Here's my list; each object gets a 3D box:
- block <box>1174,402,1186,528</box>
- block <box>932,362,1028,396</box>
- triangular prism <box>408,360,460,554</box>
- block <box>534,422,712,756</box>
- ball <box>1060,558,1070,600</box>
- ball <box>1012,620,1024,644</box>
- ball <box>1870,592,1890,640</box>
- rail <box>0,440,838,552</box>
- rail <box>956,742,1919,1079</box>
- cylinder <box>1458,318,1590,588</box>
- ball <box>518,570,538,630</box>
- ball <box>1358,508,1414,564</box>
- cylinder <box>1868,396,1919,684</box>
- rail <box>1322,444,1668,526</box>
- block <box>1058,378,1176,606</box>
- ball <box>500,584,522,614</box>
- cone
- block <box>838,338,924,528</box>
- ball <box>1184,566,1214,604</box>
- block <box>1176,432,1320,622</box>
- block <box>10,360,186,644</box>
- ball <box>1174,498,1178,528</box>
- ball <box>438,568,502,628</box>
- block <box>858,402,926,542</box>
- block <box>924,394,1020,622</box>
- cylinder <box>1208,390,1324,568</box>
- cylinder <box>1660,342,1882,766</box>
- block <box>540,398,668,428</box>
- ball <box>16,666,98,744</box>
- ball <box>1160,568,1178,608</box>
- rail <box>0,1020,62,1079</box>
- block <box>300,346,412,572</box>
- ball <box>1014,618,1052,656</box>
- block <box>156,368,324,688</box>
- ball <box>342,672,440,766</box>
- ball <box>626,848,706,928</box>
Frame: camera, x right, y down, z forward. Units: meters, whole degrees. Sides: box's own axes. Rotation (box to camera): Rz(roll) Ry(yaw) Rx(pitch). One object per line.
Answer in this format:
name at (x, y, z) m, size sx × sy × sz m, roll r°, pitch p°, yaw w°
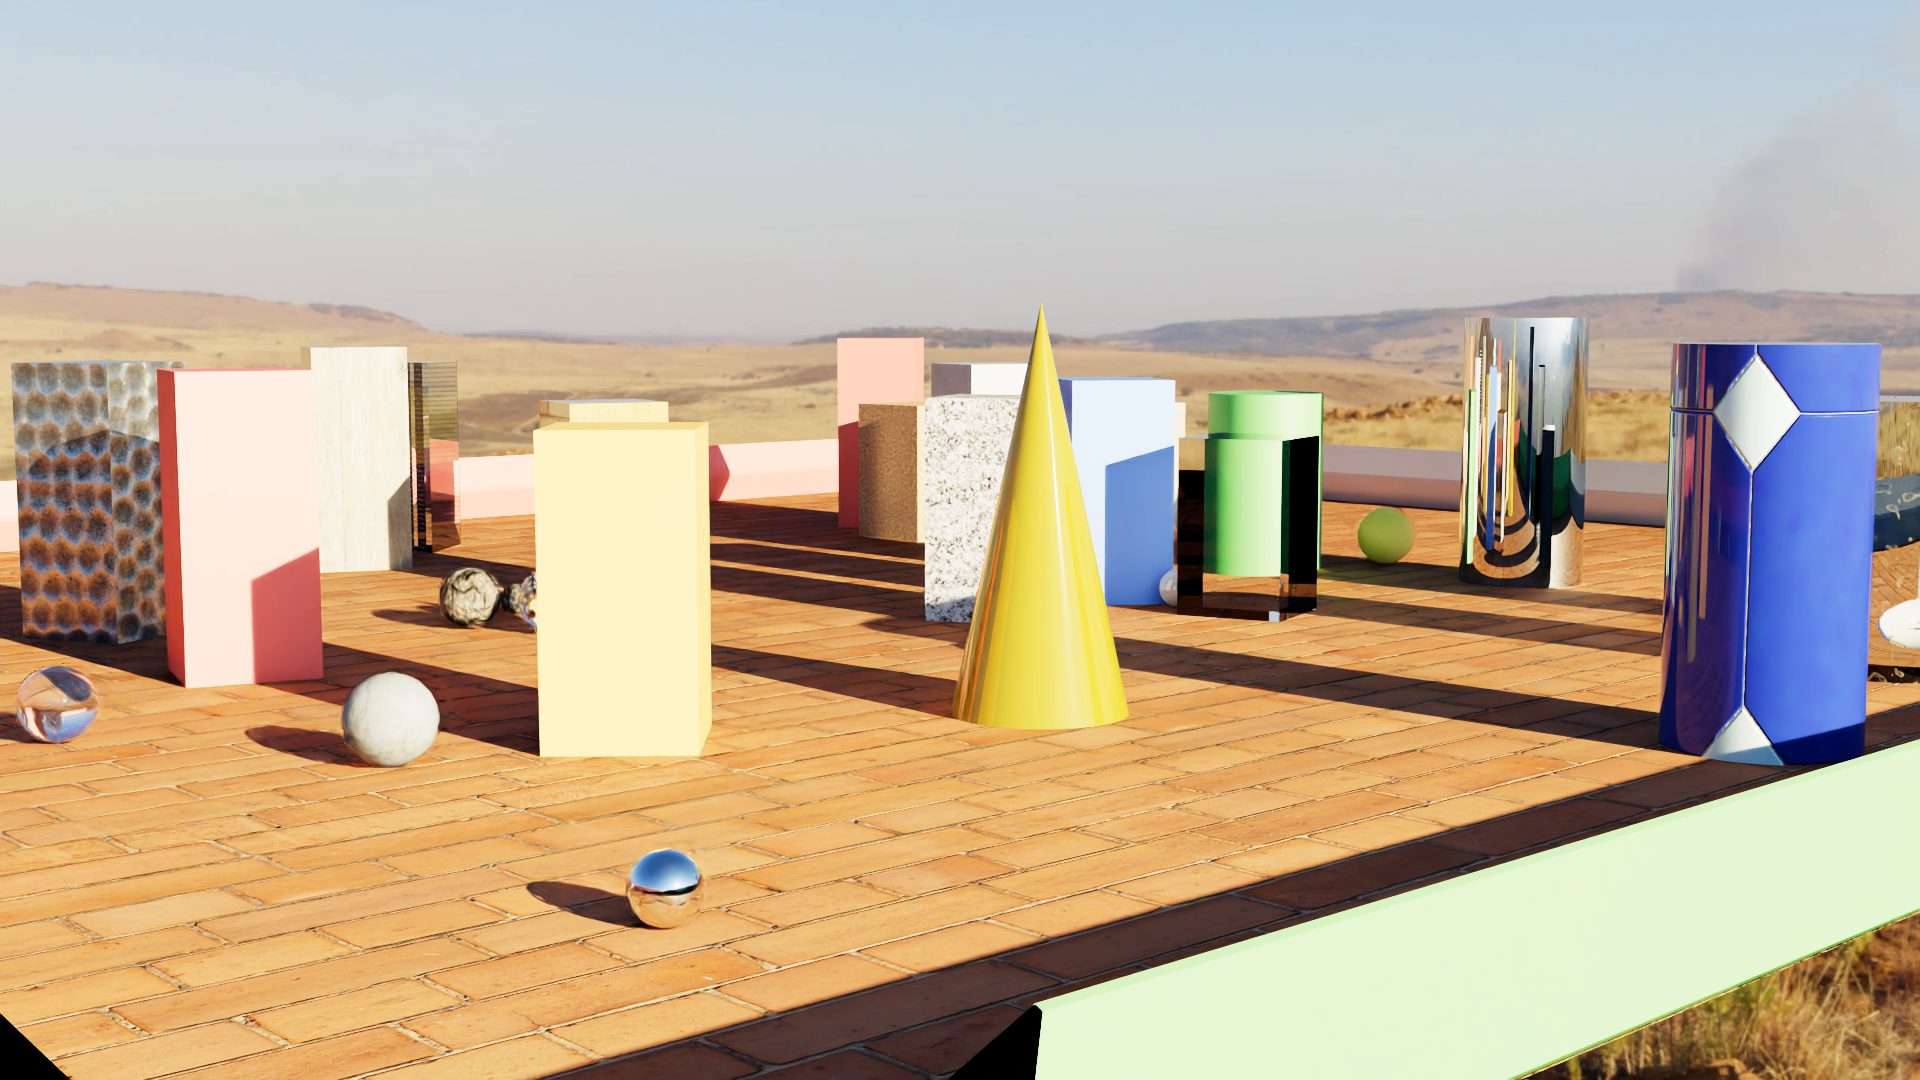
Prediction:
block at (0.360, -0.159, 4.577) m, size 0.159 × 0.256 × 0.159 m, roll -2°, pitch 6°, yaw -22°
block at (0.055, -0.140, 3.936) m, size 0.159 × 0.351 × 0.159 m, roll -3°, pitch 7°, yaw -27°
triangular prism at (-1.004, -0.161, 4.142) m, size 0.172 × 0.350 × 0.149 m, roll 4°, pitch 7°, yaw 35°
block at (-0.344, 0.046, 2.269) m, size 0.159 × 0.327 × 0.159 m, roll 0°, pitch 6°, yaw -2°
ball at (0.125, 0.058, 3.322) m, size 0.085 × 0.085 × 0.085 m, roll 0°, pitch 6°, yaw 0°
ball at (0.088, 0.125, 2.892) m, size 0.040 × 0.040 × 0.040 m, roll 0°, pitch 6°, yaw 0°
ball at (1.217, 0.102, 2.966) m, size 0.070 × 0.070 × 0.070 m, roll 0°, pitch 6°, yaw 0°
rail at (-1.166, -0.097, 4.589) m, size 3.824 × 0.129 × 0.045 m, roll -5°, pitch 8°, yaw -42°
rail at (1.166, 0.165, 2.074) m, size 3.824 × 0.129 × 0.045 m, roll -5°, pitch 8°, yaw -42°
cylinder at (0.927, -0.148, 3.616) m, size 0.199 × 0.433 × 0.199 m, roll 0°, pitch 6°, yaw 0°
ball at (-0.565, 0.083, 3.046) m, size 0.093 × 0.093 × 0.093 m, roll 0°, pitch 6°, yaw 0°
ball at (0.753, -0.008, 3.883) m, size 0.099 × 0.099 × 0.099 m, roll 0°, pitch 6°, yaw 0°
cylinder at (1.149, -0.006, 2.716) m, size 0.199 × 0.337 × 0.199 m, roll 0°, pitch 6°, yaw 0°
rail at (1.388, -0.099, 4.605) m, size 0.045 × 0.129 × 3.488 m, roll -5°, pitch 8°, yaw -42°
block at (0.232, -0.078, 3.398) m, size 0.159 × 0.340 × 0.159 m, roll -1°, pitch 6°, yaw -10°
ball at (-0.655, 0.087, 3.240) m, size 0.044 × 0.044 × 0.044 m, roll 0°, pitch 6°, yaw 0°
cone at (0.089, -0.034, 2.422) m, size 0.199 × 0.454 × 0.199 m, roll 0°, pitch 6°, yaw 0°
block at (-0.164, -0.226, 4.588) m, size 0.159 × 0.388 × 0.159 m, roll 1°, pitch 6°, yaw 6°
ball at (0.358, 0.068, 3.359) m, size 0.057 × 0.057 × 0.057 m, roll 0°, pitch 6°, yaw 0°
block at (0.426, -0.023, 3.248) m, size 0.159 × 0.260 × 0.159 m, roll 3°, pitch 7°, yaw 28°
block at (-1.176, -0.057, 3.027) m, size 0.159 × 0.375 × 0.159 m, roll 2°, pitch 6°, yaw 20°
ball at (0.465, -0.053, 4.323) m, size 0.098 × 0.098 × 0.098 m, roll 0°, pitch 6°, yaw 0°
ball at (-0.689, 0.081, 3.092) m, size 0.086 × 0.086 × 0.086 m, roll 0°, pitch 6°, yaw 0°
block at (-0.088, -0.138, 4.343) m, size 0.159 × 0.263 × 0.159 m, roll 5°, pitch 8°, yaw 42°
block at (0.049, -0.049, 3.206) m, size 0.159 × 0.321 × 0.159 m, roll 2°, pitch 6°, yaw 17°
cylinder at (0.531, -0.105, 3.834) m, size 0.199 × 0.303 × 0.199 m, roll 0°, pitch 6°, yaw 0°
cylinder at (0.822, 0.007, 2.237) m, size 0.199 × 0.412 × 0.199 m, roll 0°, pitch 6°, yaw 0°
block at (-0.564, -0.069, 3.490) m, size 0.159 × 0.302 × 0.159 m, roll -3°, pitch 7°, yaw -27°
ball at (-0.933, 0.170, 2.272) m, size 0.079 × 0.079 × 0.079 m, roll 0°, pitch 6°, yaw 0°
ball at (0.329, 0.072, 3.308) m, size 0.059 × 0.059 × 0.059 m, roll 0°, pitch 6°, yaw 0°
rail at (-1.388, 0.166, 2.058) m, size 0.045 × 0.129 × 3.488 m, roll -5°, pitch 8°, yaw -42°
block at (-1.052, -0.145, 3.831) m, size 0.159 × 0.382 × 0.159 m, roll -2°, pitch 6°, yaw -23°
ball at (0.096, 0.125, 2.848) m, size 0.049 × 0.049 × 0.049 m, roll 0°, pitch 6°, yaw 0°
block at (-0.881, -0.021, 2.690) m, size 0.159 × 0.373 × 0.159 m, roll -3°, pitch 7°, yaw -27°
ball at (-0.558, 0.176, 2.153) m, size 0.092 × 0.092 × 0.092 m, roll 0°, pitch 6°, yaw 0°
ball at (-0.213, 0.252, 1.592) m, size 0.057 × 0.057 × 0.057 m, roll 0°, pitch 6°, yaw 0°
